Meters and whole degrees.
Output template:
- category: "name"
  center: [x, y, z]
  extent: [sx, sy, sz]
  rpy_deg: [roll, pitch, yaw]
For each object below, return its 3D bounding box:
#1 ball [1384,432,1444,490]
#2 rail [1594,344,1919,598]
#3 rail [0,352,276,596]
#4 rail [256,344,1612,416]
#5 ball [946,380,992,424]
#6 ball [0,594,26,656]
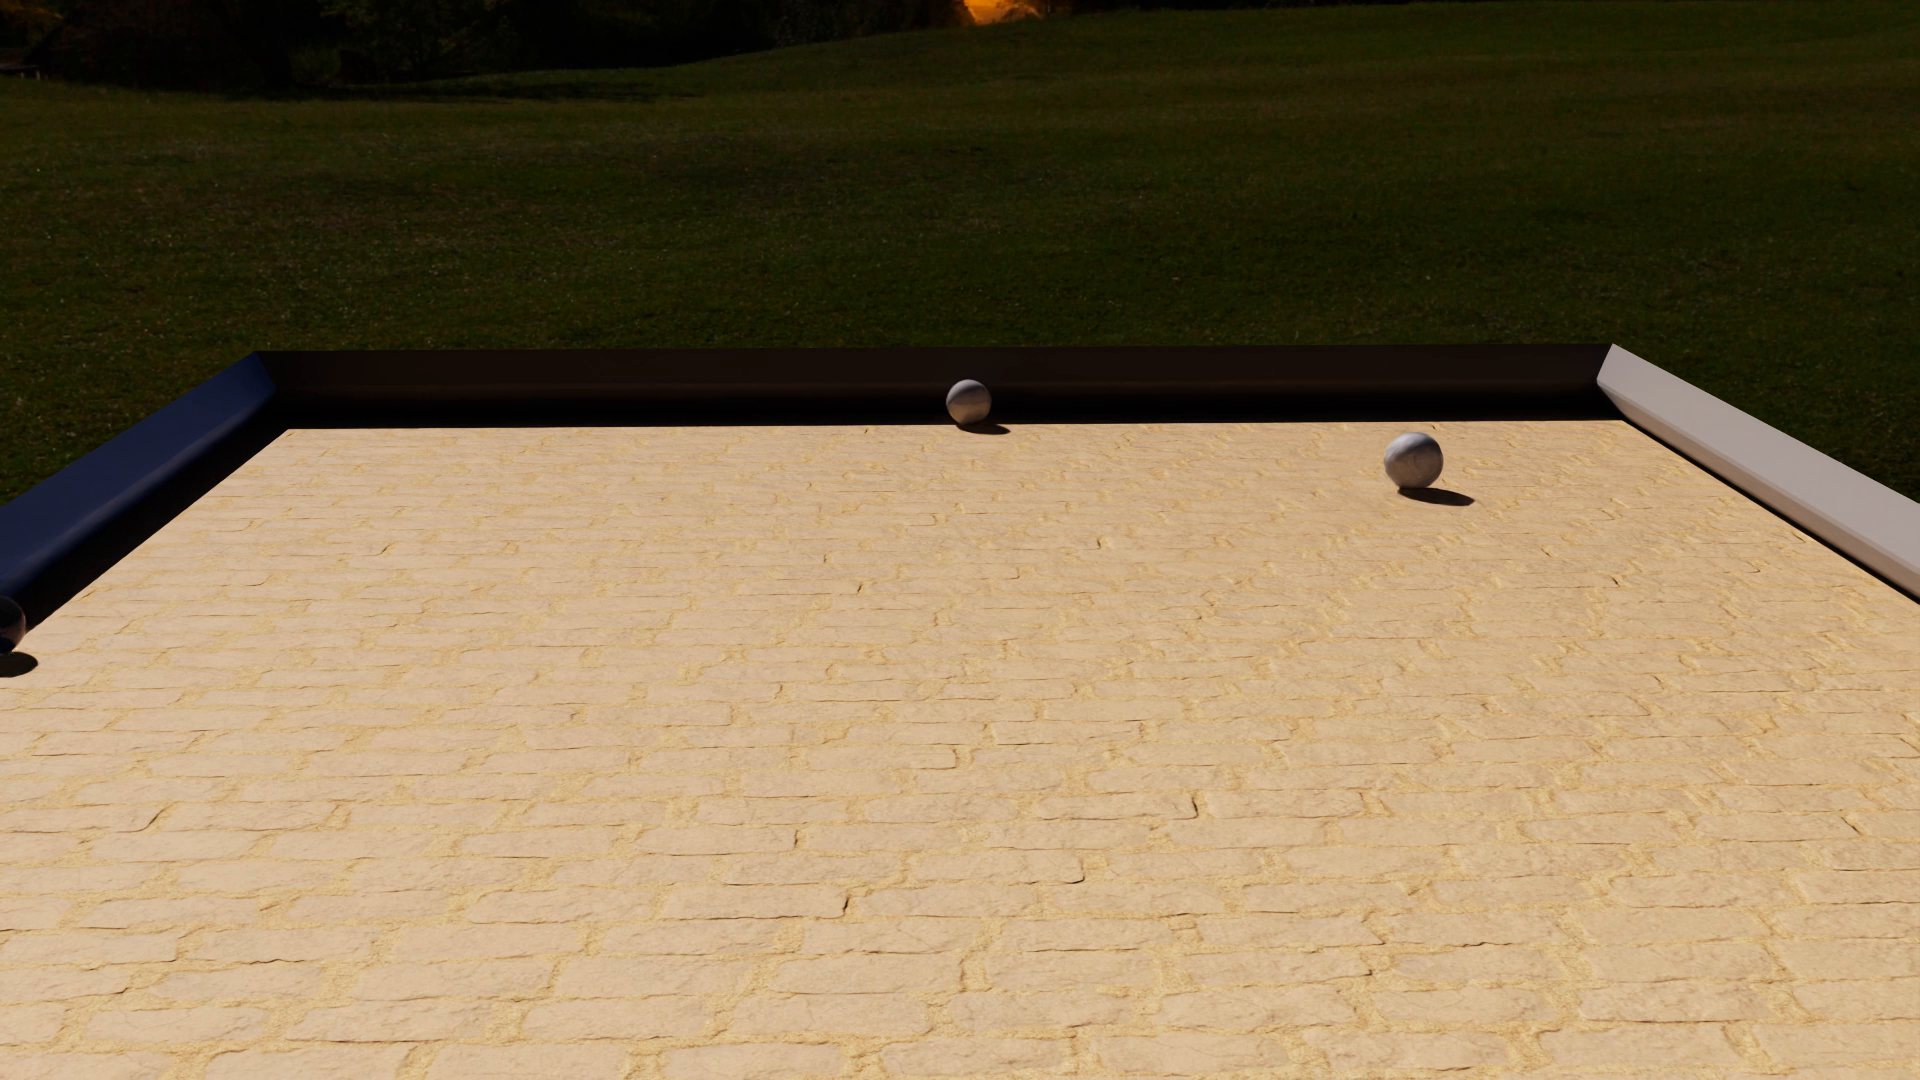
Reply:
- category: "ball"
  center: [0.704, -0.122, 3.408]
  extent: [0.091, 0.091, 0.091]
  rpy_deg: [0, 15, 0]
- category: "rail"
  center: [1.242, 0.249, 1.938]
  extent: [0.045, 0.118, 4.339]
  rpy_deg: [0, 15, -2]
- category: "rail"
  center: [-1.172, 0.269, 1.863]
  extent: [0.045, 0.118, 4.339]
  rpy_deg: [0, 15, -2]
- category: "rail"
  center: [-0.034, -0.286, 3.975]
  extent: [2.463, 0.118, 0.045]
  rpy_deg: [0, 15, -2]
- category: "ball"
  center: [0.016, -0.244, 3.894]
  extent: [0.080, 0.080, 0.080]
  rpy_deg: [0, 15, 0]
- category: "ball"
  center: [-1.141, 0.100, 2.592]
  extent: [0.075, 0.075, 0.075]
  rpy_deg: [0, 15, 0]
